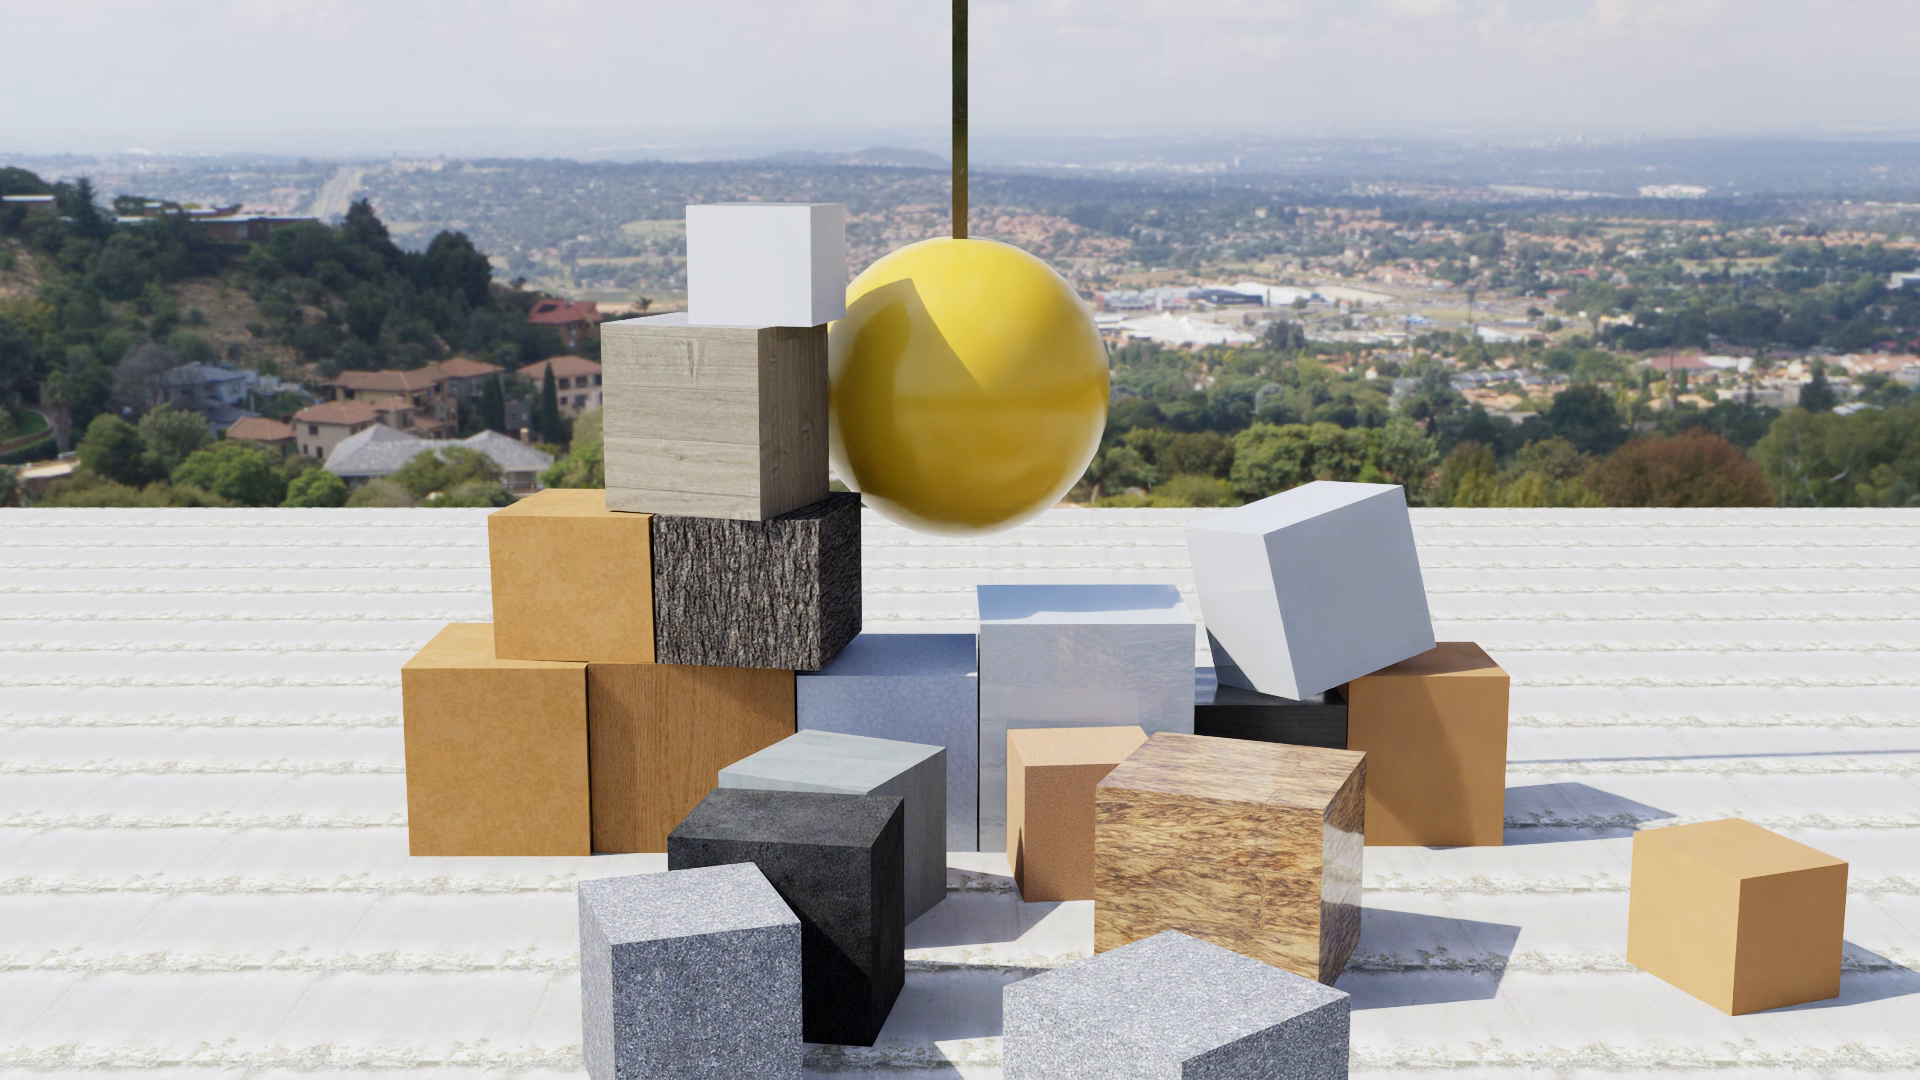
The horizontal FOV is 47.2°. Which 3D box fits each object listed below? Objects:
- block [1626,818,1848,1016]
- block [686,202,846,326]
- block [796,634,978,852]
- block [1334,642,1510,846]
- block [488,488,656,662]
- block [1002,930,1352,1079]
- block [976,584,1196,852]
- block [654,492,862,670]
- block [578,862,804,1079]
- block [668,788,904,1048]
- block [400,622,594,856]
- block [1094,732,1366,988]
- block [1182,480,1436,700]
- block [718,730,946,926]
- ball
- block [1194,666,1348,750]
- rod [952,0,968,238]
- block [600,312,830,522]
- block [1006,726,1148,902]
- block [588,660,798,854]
[{"bbox_3d":[3.268,1.574,9.277,0.556,0.583,0.661,-4,11,-21],"label":"block"},{"bbox_3d":[-0.943,-1.361,10.800,0.622,0.568,0.585,3,11,13],"label":"block"},{"bbox_3d":[-0.359,1.029,11.373,0.888,0.905,0.948,0,10,0],"label":"block"},{"bbox_3d":[2.333,1.041,11.376,0.798,0.881,0.770,0,10,0],"label":"block"},{"bbox_3d":[-1.843,0.166,11.204,0.822,0.725,0.824,1,11,10],"label":"block"},{"bbox_3d":[0.710,1.849,7.280,0.807,0.757,0.801,-9,14,-41],"label":"block"},{"bbox_3d":[0.622,0.899,11.356,1.058,1.168,0.972,0,10,-1],"label":"block"},{"bbox_3d":[-1.000,0.179,11.098,0.825,0.734,0.901,2,11,10],"label":"block"},{"bbox_3d":[-1.012,1.695,8.193,0.685,0.733,0.712,-4,11,-19],"label":"block"},{"bbox_3d":[-0.690,1.516,8.945,0.814,0.817,0.676,2,10,9],"label":"block"},{"bbox_3d":[-2.285,1.007,11.344,0.896,0.960,1.034,0,10,0],"label":"block"},{"bbox_3d":[1.173,1.398,9.463,0.954,0.863,0.911,4,11,21],"label":"block"},{"bbox_3d":[1.766,0.235,11.141,0.851,0.846,0.737,-18,11,-24],"label":"block"},{"bbox_3d":[-0.571,1.355,10.071,0.750,0.730,0.790,5,11,25],"label":"block"},{"bbox_3d":[0.000,-0.806,11.650,1.600,1.600,1.600,0,10,0],"label":"ball"},{"bbox_3d":[1.544,1.111,11.397,0.762,0.736,0.810,0,10,0],"label":"block"},{"bbox_3d":[0.000,-4.073,10.707,0.080,5.200,0.080,0,16,0],"label":"rod"},{"bbox_3d":[-1.207,-0.634,10.954,0.858,0.918,0.759,4,11,22],"label":"block"},{"bbox_3d":[0.592,1.304,10.547,0.657,0.660,0.642,-1,10,-6],"label":"block"},{"bbox_3d":[-1.321,0.996,11.371,1.013,0.971,0.989,0,10,0],"label":"block"}]
